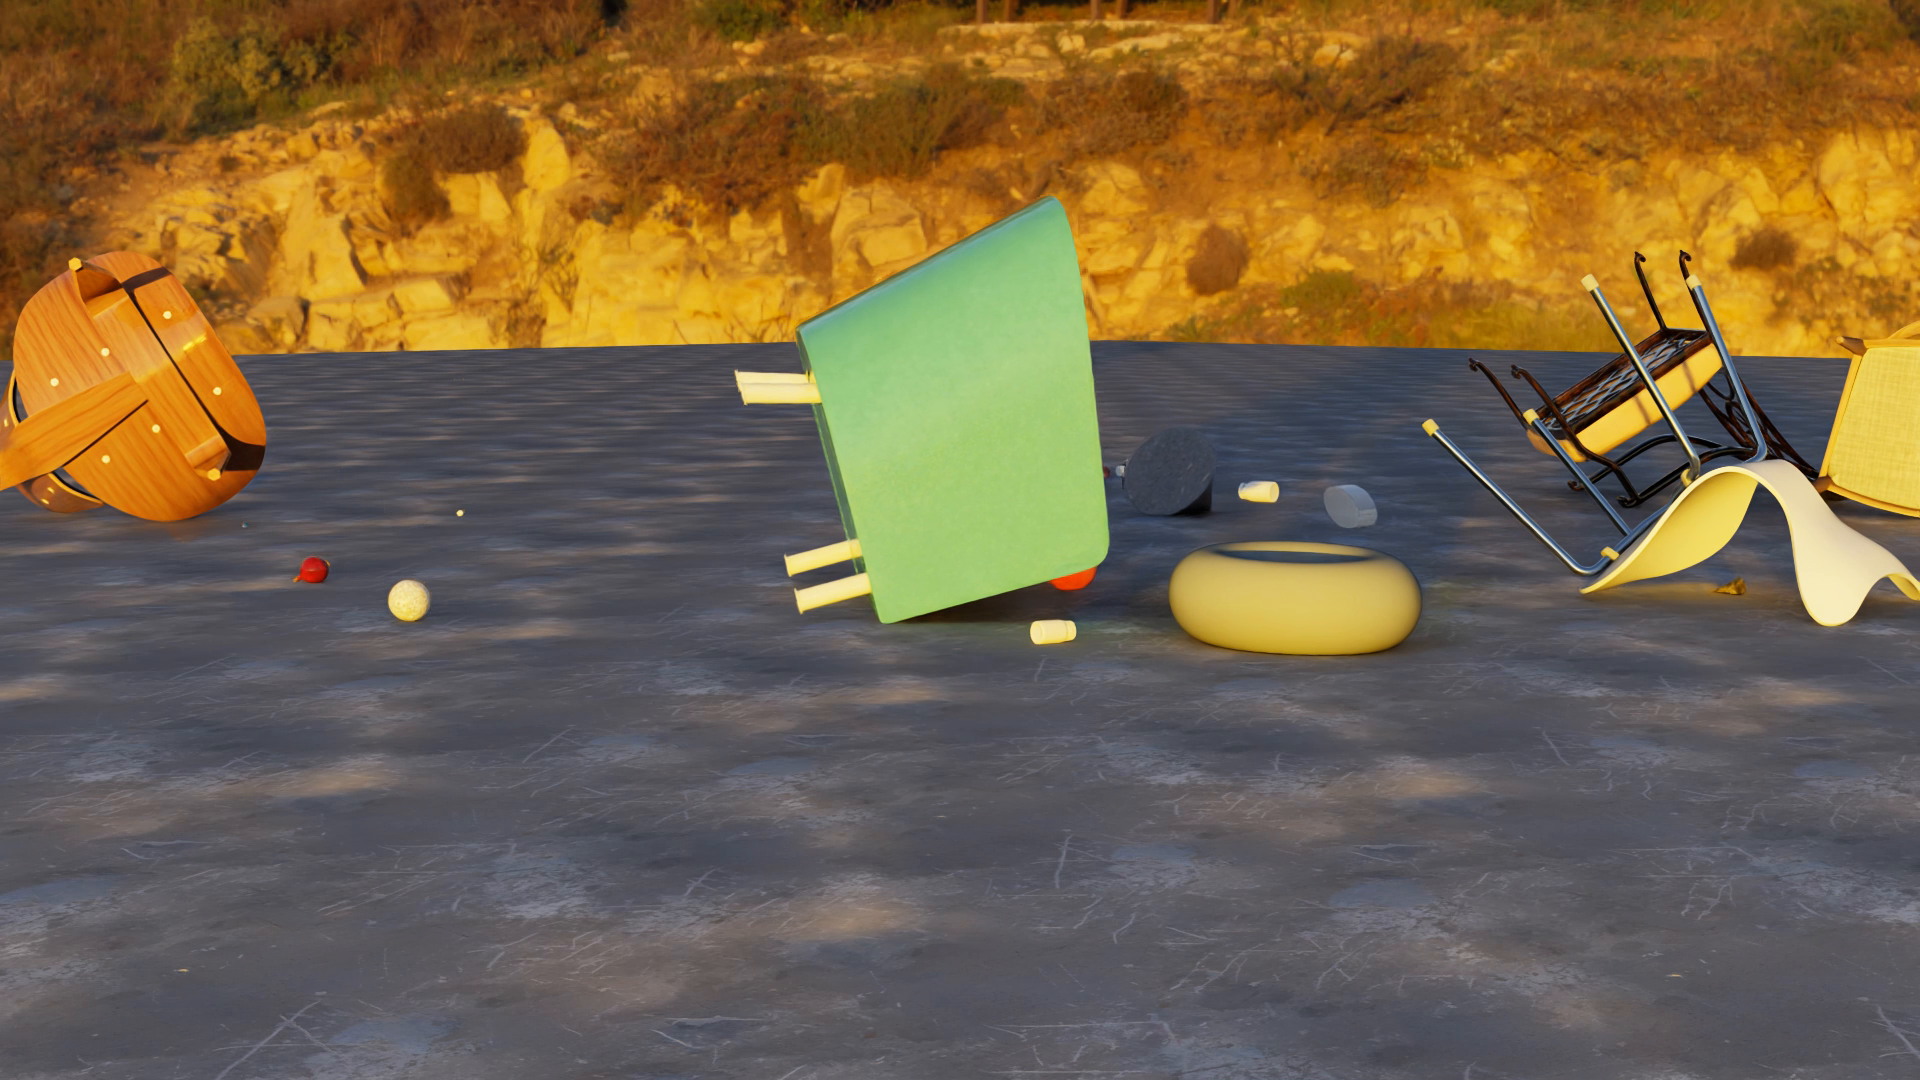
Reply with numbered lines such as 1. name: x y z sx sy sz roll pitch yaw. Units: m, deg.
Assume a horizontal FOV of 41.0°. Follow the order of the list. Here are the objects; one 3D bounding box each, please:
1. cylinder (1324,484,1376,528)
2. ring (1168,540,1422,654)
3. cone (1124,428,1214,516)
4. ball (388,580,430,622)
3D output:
1. cylinder: 1.025 -0.088 6.737 0.078 0.086 0.133 -6 49 -44
2. ring: 0.601 0.102 4.625 0.405 0.165 0.484 -8 10 -44
3. cone: 0.644 -0.138 7.178 0.219 0.273 0.314 39 -5 -41
4. ball: -1.052 0.115 4.903 0.080 0.080 0.080 0 6 0
